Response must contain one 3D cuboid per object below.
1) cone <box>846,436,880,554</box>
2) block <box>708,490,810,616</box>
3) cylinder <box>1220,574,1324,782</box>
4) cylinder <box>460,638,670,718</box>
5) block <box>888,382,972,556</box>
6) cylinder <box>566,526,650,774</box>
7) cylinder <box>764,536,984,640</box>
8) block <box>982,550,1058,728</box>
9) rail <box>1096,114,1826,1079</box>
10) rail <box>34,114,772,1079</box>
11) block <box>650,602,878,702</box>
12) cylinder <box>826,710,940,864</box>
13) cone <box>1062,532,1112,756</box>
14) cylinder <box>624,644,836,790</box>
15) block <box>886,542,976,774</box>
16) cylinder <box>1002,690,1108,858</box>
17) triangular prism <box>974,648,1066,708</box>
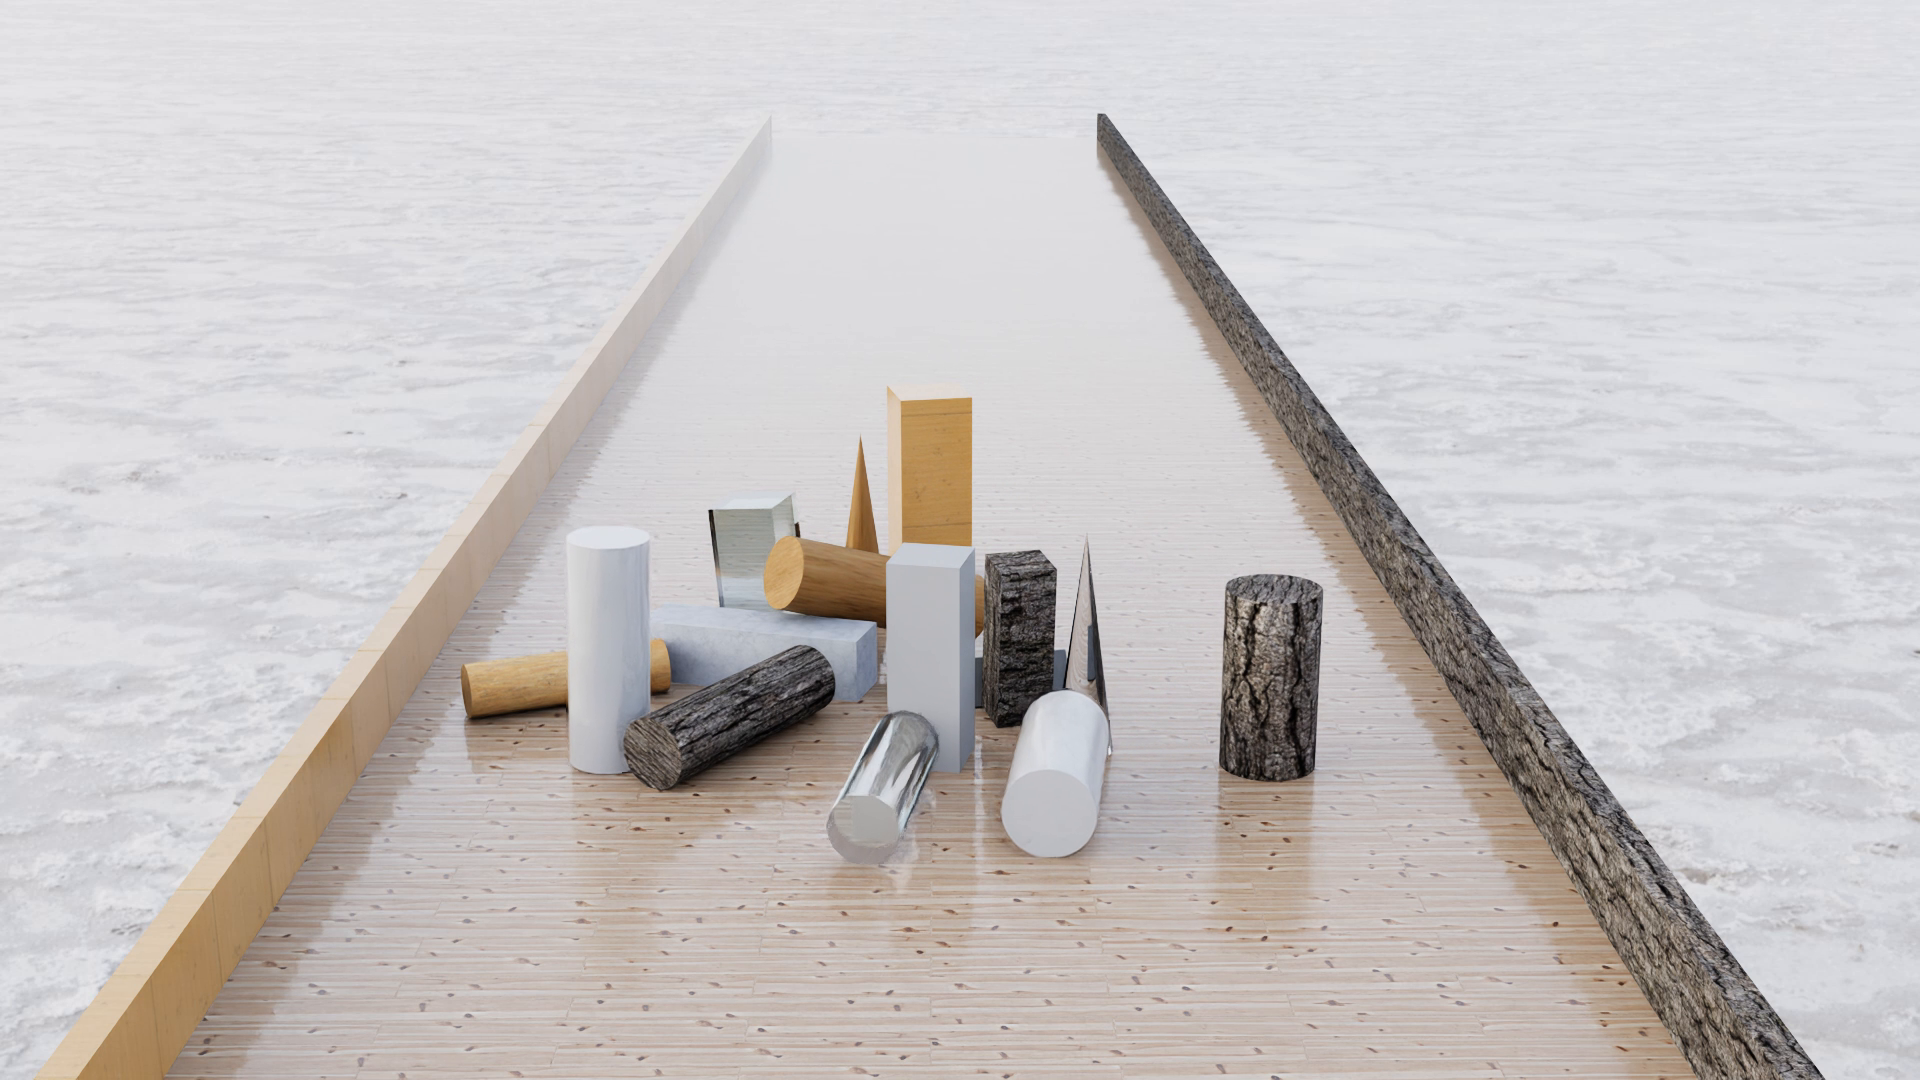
[{"bbox_3d":[-0.206,-0.028,4.613,0.113,0.404,0.113,0,17,0],"label":"cone"},{"bbox_3d":[-0.400,0.071,4.422,0.135,0.312,0.135,-1,16,17],"label":"block"},{"bbox_3d":[0.544,0.240,3.850,0.169,0.326,0.169,0,17,0],"label":"cylinder"},{"bbox_3d":[-0.746,0.261,4.169,0.378,0.102,0.102,-7,18,-22],"label":"cylinder"},{"bbox_3d":[-0.068,-0.122,4.890,0.158,0.426,0.158,-4,17,-12],"label":"block"},{"bbox_3d":[-0.614,0.192,3.852,0.143,0.411,0.143,2,16,-1],"label":"cylinder"},{"bbox_3d":[-0.161,0.101,4.384,0.450,0.145,0.145,12,7,-35],"label":"cylinder"},{"bbox_3d":[0.108,0.183,4.065,0.105,0.305,0.105,-5,21,-15],"label":"block"},{"bbox_3d":[0.932,-0.844,7.801,0.050,0.150,12.000,0,17,-1],"label":"rail"},{"bbox_3d":[-1.118,-0.838,7.780,0.050,0.150,12.000,0,17,-1],"label":"rail"},{"bbox_3d":[-0.390,0.216,4.286,0.441,0.121,0.121,5,17,16],"label":"block"},{"bbox_3d":[-0.124,0.406,3.653,0.120,0.120,0.374,3,17,8],"label":"cylinder"},{"bbox_3d":[0.222,0.180,3.905,0.107,0.409,0.107,0,17,0],"label":"cone"},{"bbox_3d":[-0.407,0.313,3.949,0.129,0.129,0.448,10,19,31],"label":"cylinder"},{"bbox_3d":[-0.050,0.207,3.872,0.129,0.376,0.129,4,17,12],"label":"block"},{"bbox_3d":[0.162,0.385,3.665,0.153,0.153,0.357,2,17,6],"label":"cylinder"},{"bbox_3d":[0.048,0.261,4.194,0.320,0.083,0.096,-5,17,-15],"label":"triangular prism"}]
